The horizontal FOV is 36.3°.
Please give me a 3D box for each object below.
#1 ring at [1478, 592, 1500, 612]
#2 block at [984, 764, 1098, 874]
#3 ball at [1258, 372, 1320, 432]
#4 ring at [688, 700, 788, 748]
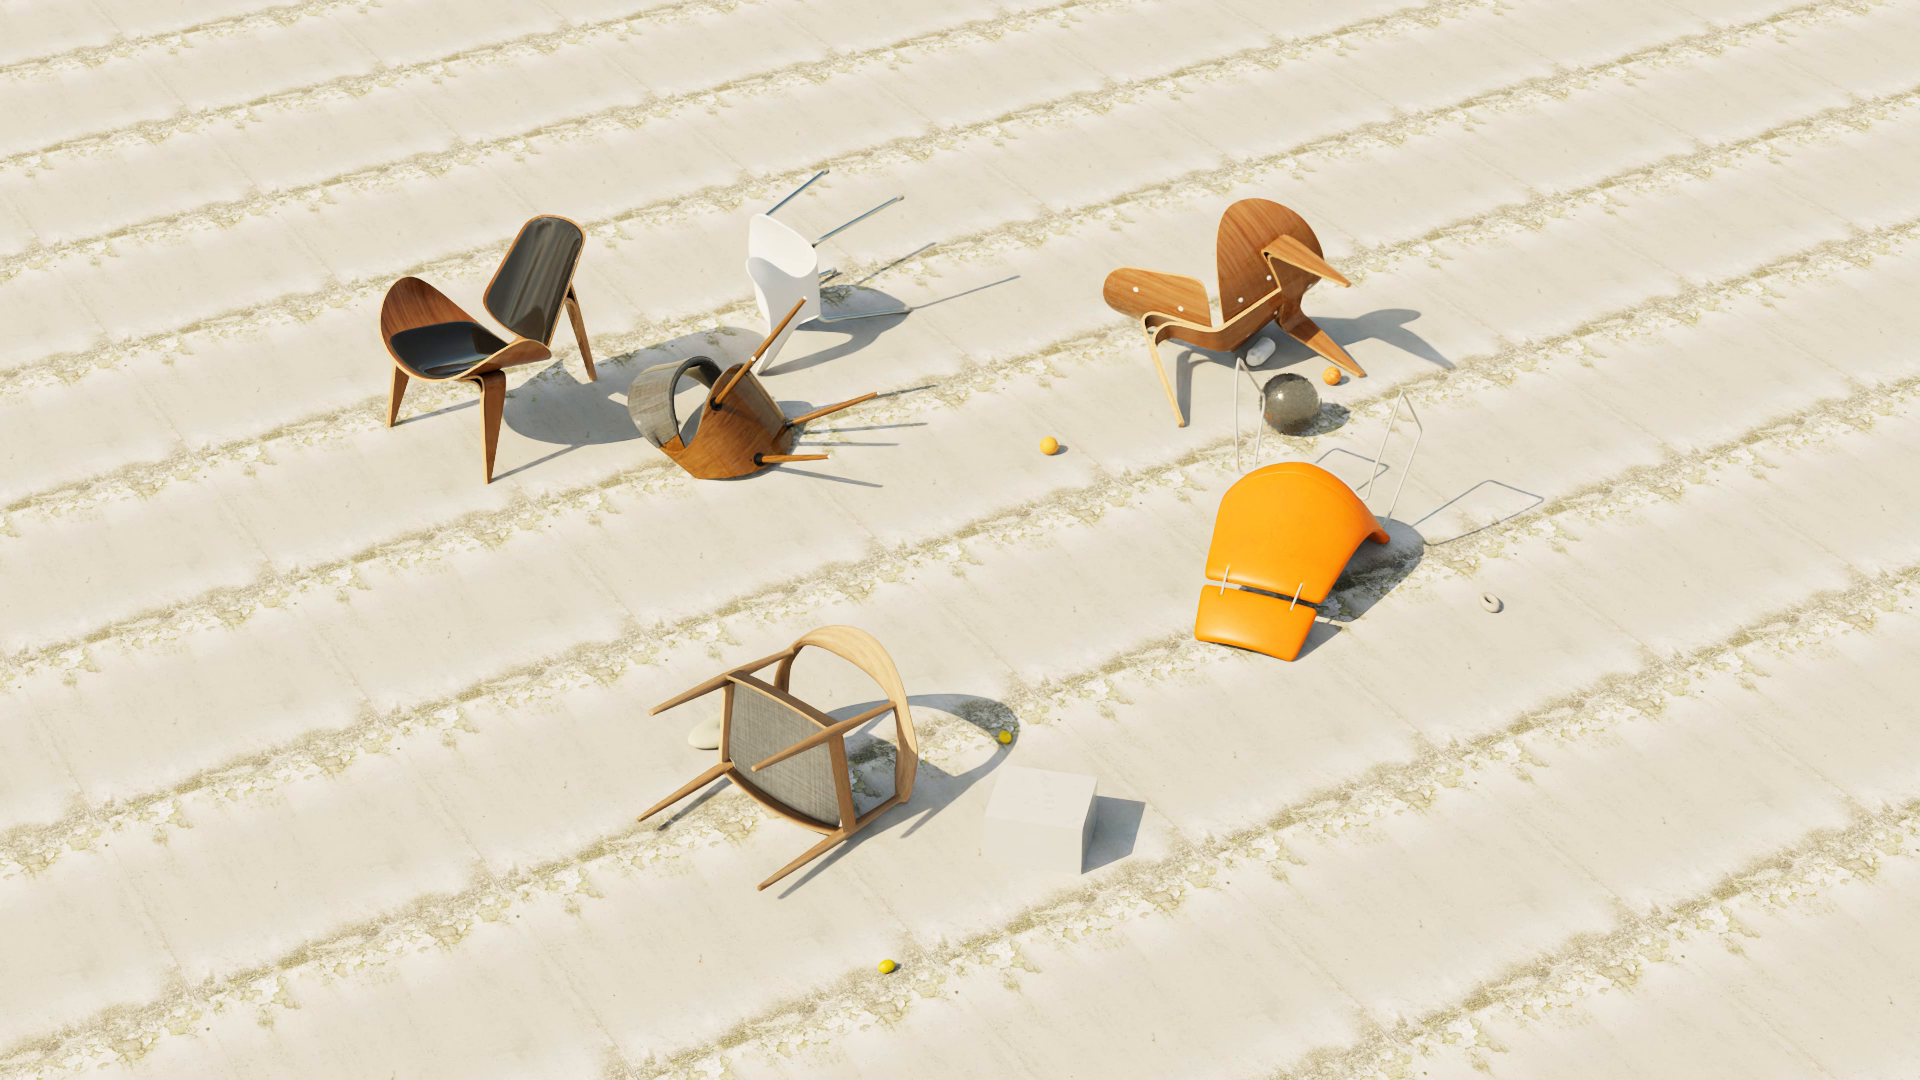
[{"bbox_3d":[1.910,0.224,10.575,0.067,0.032,0.111,-9,35,-15],"label":"ring"},{"bbox_3d":[0.261,0.896,9.416,0.315,0.185,0.275,7,34,10],"label":"block"},{"bbox_3d":[1.296,-0.542,11.552,0.236,0.236,0.236,0,33,0],"label":"ball"},{"bbox_3d":[-0.752,0.624,9.955,0.387,0.048,0.168,-21,38,-28],"label":"ring"}]
